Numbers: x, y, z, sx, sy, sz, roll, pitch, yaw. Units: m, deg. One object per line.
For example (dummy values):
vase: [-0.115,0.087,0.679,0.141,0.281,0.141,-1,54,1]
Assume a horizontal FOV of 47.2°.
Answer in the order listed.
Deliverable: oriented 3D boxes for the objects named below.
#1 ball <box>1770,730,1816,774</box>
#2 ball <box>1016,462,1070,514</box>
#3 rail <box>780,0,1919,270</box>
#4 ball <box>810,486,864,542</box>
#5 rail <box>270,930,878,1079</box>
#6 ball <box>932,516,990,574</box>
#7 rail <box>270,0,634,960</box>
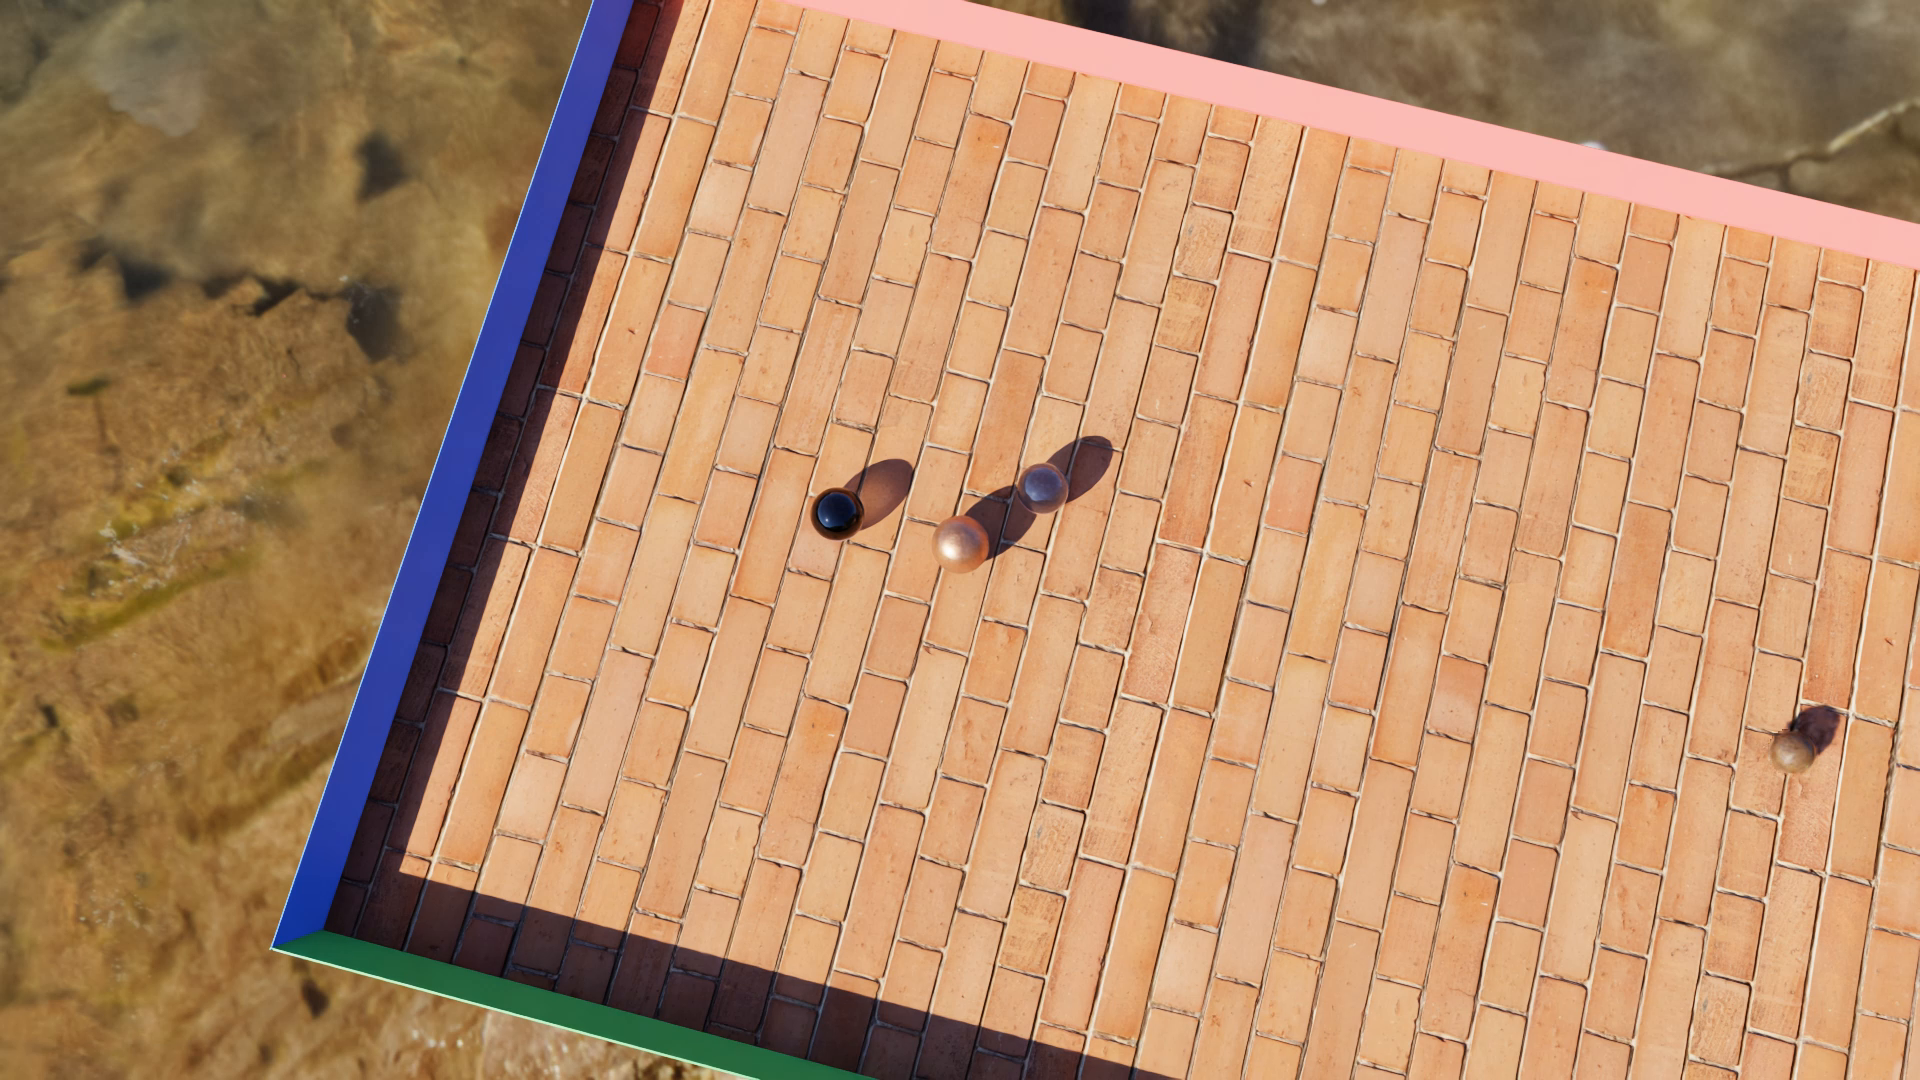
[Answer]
ball: [1.239,0.316,3.271,0.065,0.065,0.065,0,74,0]
ball: [0.127,-0.079,3.373,0.081,0.081,0.081,0,74,0]
rail: [0.971,-0.581,3.494,3.154,0.116,0.045,14,75,4]
ball: [-0.188,-0.039,3.361,0.084,0.084,0.084,0,74,0]
rail: [0.555,0.956,3.066,3.154,0.116,0.045,14,75,4]
ball: [0.001,0.007,3.345,0.089,0.089,0.089,0,74,0]
rail: [-0.740,-0.190,3.385,0.045,0.116,1.696,14,75,4]
